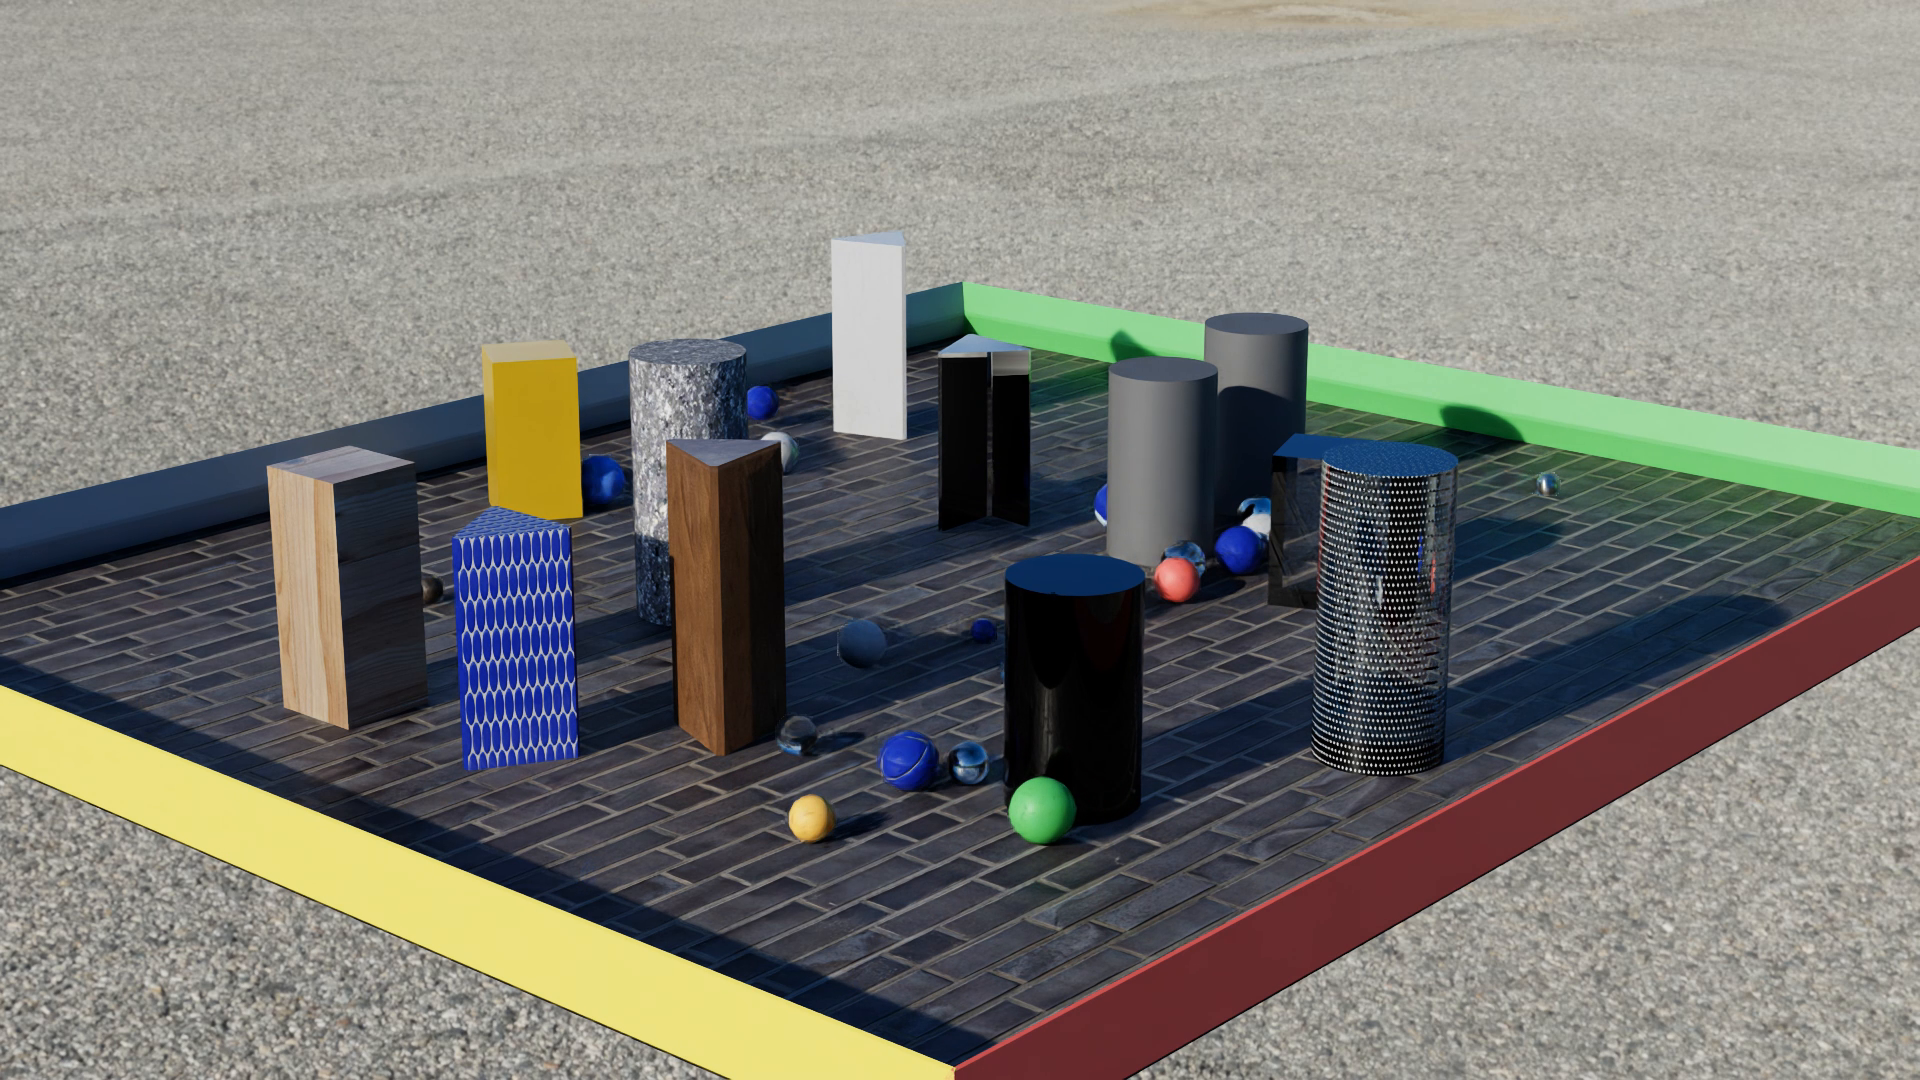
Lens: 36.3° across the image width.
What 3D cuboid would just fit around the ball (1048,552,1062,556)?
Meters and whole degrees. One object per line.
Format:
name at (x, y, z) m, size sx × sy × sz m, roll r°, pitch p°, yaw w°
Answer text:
ball at (0.171, 0.069, 5.060) m, size 0.094 × 0.094 × 0.094 m, roll 0°, pitch 17°, yaw 0°

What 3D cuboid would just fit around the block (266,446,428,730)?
block at (-0.946, 0.071, 4.538) m, size 0.158 × 0.391 × 0.158 m, roll 14°, pitch 21°, yaw 38°

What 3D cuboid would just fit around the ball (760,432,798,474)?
ball at (-0.367, -0.175, 5.883) m, size 0.087 × 0.087 × 0.087 m, roll 0°, pitch 17°, yaw 0°

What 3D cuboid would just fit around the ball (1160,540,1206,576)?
ball at (0.395, 0.039, 5.183) m, size 0.080 × 0.080 × 0.080 m, roll 0°, pitch 17°, yaw 0°

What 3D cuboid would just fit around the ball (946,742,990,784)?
ball at (0.012, 0.325, 4.266) m, size 0.063 × 0.063 × 0.063 m, roll 0°, pitch 17°, yaw 0°

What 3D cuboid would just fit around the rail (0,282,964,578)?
rail at (-0.999, -0.218, 5.950) m, size 0.045 × 0.128 × 3.120 m, roll 14°, pitch 22°, yaw 39°

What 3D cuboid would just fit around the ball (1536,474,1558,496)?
ball at (1.148, -0.108, 5.735) m, size 0.044 × 0.044 × 0.044 m, roll 0°, pitch 17°, yaw 0°

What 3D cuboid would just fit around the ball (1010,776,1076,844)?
ball at (0.115, 0.374, 4.052) m, size 0.093 × 0.093 × 0.093 m, roll 0°, pitch 17°, yaw 0°

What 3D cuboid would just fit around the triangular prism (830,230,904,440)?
triangular prism at (-0.160, -0.438, 6.191) m, size 0.171 × 0.412 × 0.148 m, roll 8°, pitch 19°, yaw 25°

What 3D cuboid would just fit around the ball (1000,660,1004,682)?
ball at (0.095, 0.208, 4.652) m, size 0.063 × 0.063 × 0.063 m, roll 0°, pitch 17°, yaw 0°

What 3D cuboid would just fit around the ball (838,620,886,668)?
ball at (-0.159, 0.169, 4.757) m, size 0.079 × 0.079 × 0.079 m, roll 0°, pitch 17°, yaw 0°

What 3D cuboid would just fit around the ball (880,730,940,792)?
ball at (-0.073, 0.320, 4.240) m, size 0.088 × 0.088 × 0.088 m, roll 0°, pitch 17°, yaw 0°

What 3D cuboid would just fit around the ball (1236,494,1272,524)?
ball at (0.556, -0.047, 5.475) m, size 0.077 × 0.077 × 0.077 m, roll 0°, pitch 17°, yaw 0°

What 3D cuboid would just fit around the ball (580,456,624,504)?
ball at (-0.695, -0.116, 5.661) m, size 0.094 × 0.094 × 0.094 m, roll 0°, pitch 17°, yaw 0°

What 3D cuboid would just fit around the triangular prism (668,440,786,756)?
triangular prism at (-0.376, 0.076, 4.424) m, size 0.148 × 0.449 × 0.171 m, roll 10°, pitch 19°, yaw 30°

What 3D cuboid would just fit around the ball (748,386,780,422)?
ball at (-0.422, -0.291, 6.233) m, size 0.077 × 0.077 × 0.077 m, roll 0°, pitch 17°, yaw 0°

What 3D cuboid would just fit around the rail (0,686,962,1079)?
rail at (-1.007, 0.367, 4.009) m, size 2.692 × 0.128 × 0.045 m, roll 14°, pitch 22°, yaw 39°

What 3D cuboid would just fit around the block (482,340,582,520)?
block at (-0.818, -0.209, 5.604) m, size 0.158 × 0.312 × 0.158 m, roll -5°, pitch 17°, yaw -15°

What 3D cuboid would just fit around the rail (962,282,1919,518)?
rail at (1.007, -0.303, 6.231) m, size 2.692 × 0.128 × 0.045 m, roll 14°, pitch 22°, yaw 39°

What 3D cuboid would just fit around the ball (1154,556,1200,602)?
ball at (0.376, 0.069, 5.085) m, size 0.080 × 0.080 × 0.080 m, roll 0°, pitch 17°, yaw 0°

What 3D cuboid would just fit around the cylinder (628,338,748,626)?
cylinder at (-0.458, -0.099, 4.991) m, size 0.198 × 0.455 × 0.198 m, roll 0°, pitch 17°, yaw 0°

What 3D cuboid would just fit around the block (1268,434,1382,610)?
block at (0.635, -0.030, 5.087) m, size 0.158 × 0.268 × 0.158 m, roll 6°, pitch 18°, yaw 19°

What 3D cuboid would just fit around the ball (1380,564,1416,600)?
ball at (0.763, 0.073, 5.102) m, size 0.063 × 0.063 × 0.063 m, roll 0°, pitch 17°, yaw 0°

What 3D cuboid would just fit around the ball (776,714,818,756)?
ball at (-0.243, 0.292, 4.378) m, size 0.061 × 0.061 × 0.061 m, roll 0°, pitch 17°, yaw 0°

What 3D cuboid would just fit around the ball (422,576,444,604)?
ball at (-0.919, 0.086, 5.083) m, size 0.048 × 0.048 × 0.048 m, roll 0°, pitch 17°, yaw 0°

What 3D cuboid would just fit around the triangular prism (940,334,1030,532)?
triangular prism at (0.033, -0.204, 5.533) m, size 0.171 × 0.345 × 0.148 m, roll -3°, pitch 17°, yaw -10°

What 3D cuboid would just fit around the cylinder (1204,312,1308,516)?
cylinder at (0.565, -0.242, 5.638) m, size 0.198 × 0.356 × 0.198 m, roll 0°, pitch 17°, yaw 0°

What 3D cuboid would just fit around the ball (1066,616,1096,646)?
ball at (0.202, 0.152, 4.863) m, size 0.049 × 0.049 × 0.049 m, roll 0°, pitch 17°, yaw 0°

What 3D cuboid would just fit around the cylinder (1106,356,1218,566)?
cylinder at (0.367, -0.145, 5.339) m, size 0.198 × 0.343 × 0.198 m, roll 0°, pitch 17°, yaw 0°

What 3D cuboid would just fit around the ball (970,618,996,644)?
ball at (0.039, 0.151, 4.878) m, size 0.042 × 0.042 × 0.042 m, roll 0°, pitch 17°, yaw 0°

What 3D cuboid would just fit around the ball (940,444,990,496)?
ball at (0.008, -0.137, 5.736) m, size 0.099 × 0.099 × 0.099 m, roll 0°, pitch 17°, yaw 0°

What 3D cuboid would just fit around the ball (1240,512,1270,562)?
ball at (0.547, -0.005, 5.316) m, size 0.088 × 0.088 × 0.088 m, roll 0°, pitch 17°, yaw 0°

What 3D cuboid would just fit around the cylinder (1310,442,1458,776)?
cylinder at (0.625, 0.100, 4.329) m, size 0.198 × 0.457 × 0.198 m, roll 0°, pitch 17°, yaw 0°

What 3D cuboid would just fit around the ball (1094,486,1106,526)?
ball at (0.298, -0.064, 5.503) m, size 0.094 × 0.094 × 0.094 m, roll 0°, pitch 17°, yaw 0°

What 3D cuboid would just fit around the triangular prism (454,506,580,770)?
triangular prism at (-0.673, 0.140, 4.369) m, size 0.171 × 0.357 × 0.148 m, roll -6°, pitch 18°, yaw -18°

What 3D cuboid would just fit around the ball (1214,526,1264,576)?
ball at (0.499, 0.019, 5.238) m, size 0.088 × 0.088 × 0.088 m, roll 0°, pitch 17°, yaw 0°

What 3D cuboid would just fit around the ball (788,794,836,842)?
ball at (-0.205, 0.385, 4.061) m, size 0.065 × 0.065 × 0.065 m, roll 0°, pitch 17°, yaw 0°

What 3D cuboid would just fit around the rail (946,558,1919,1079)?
rail at (0.999, 0.282, 4.290) m, size 0.045 × 0.128 × 3.120 m, roll 14°, pitch 22°, yaw 39°

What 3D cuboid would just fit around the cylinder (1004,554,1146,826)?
cylinder at (0.161, 0.211, 4.165) m, size 0.198 × 0.340 × 0.198 m, roll 0°, pitch 17°, yaw 0°
